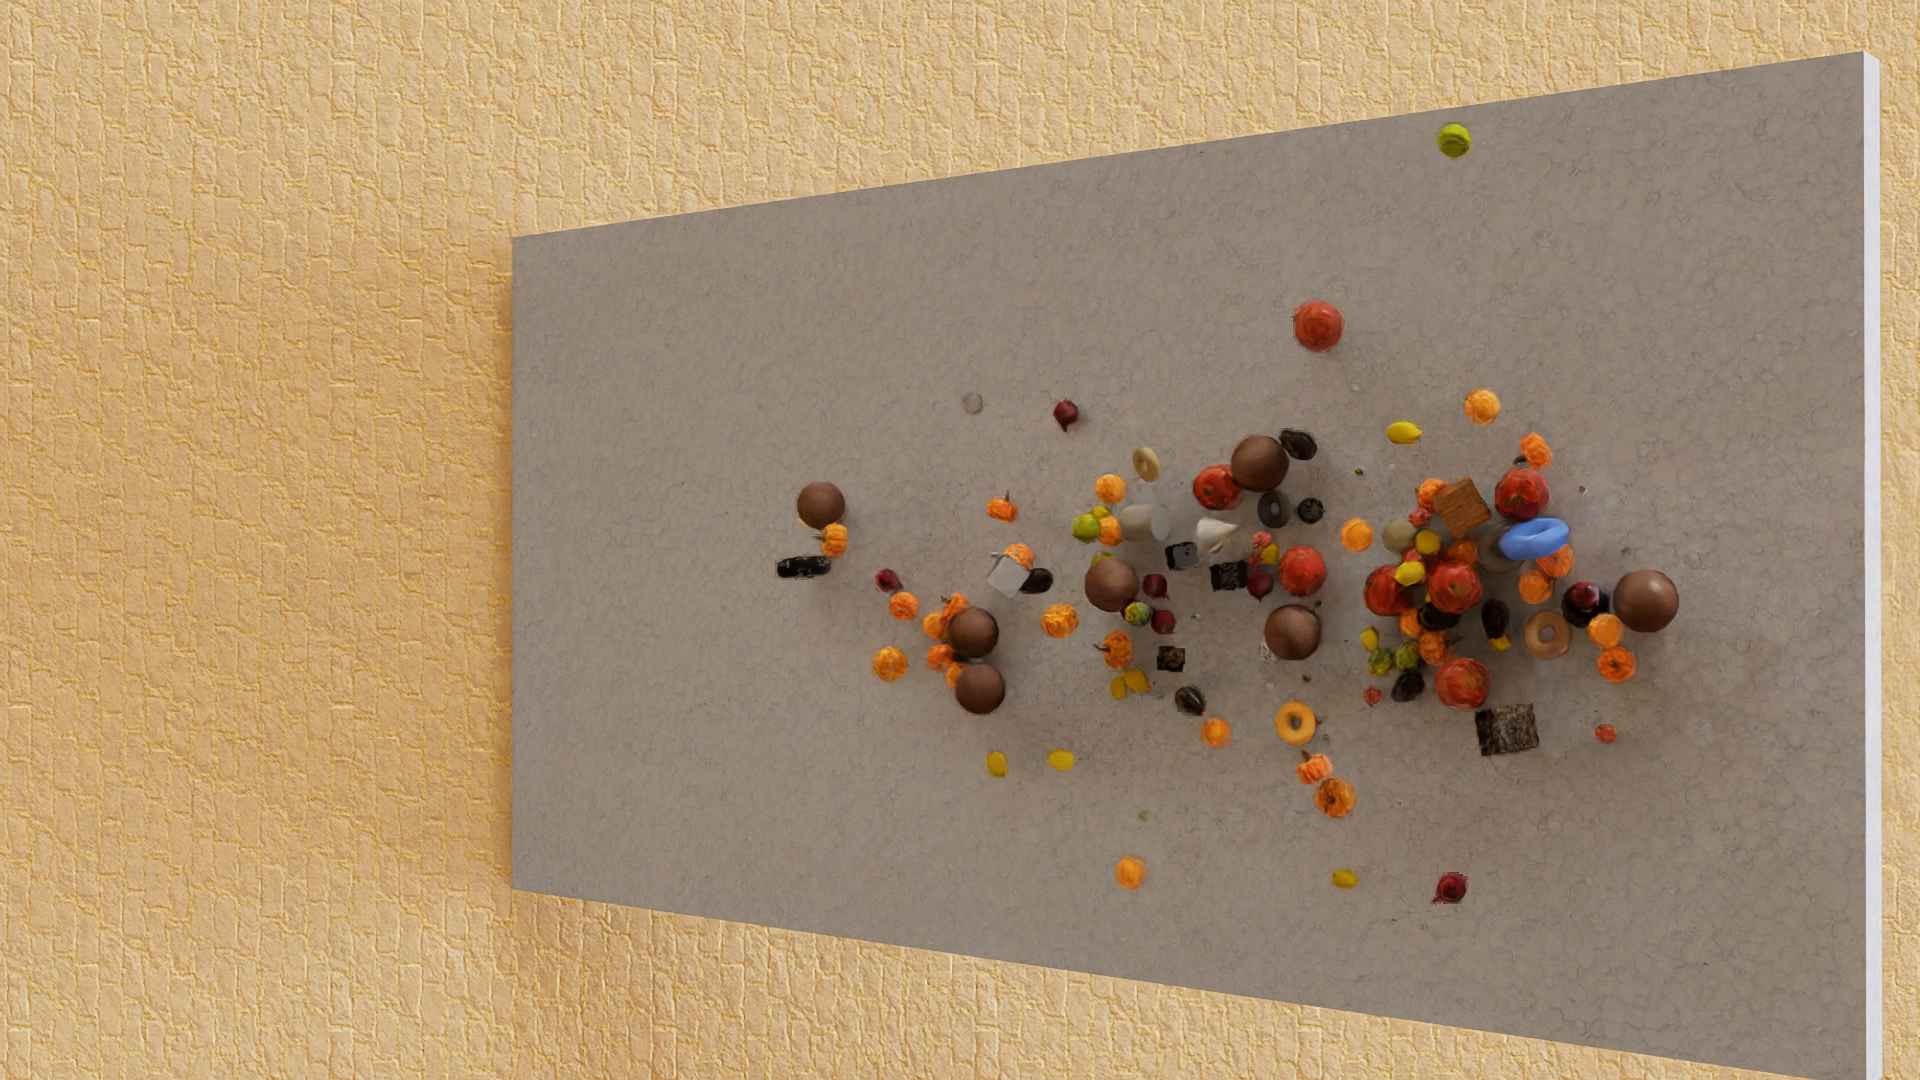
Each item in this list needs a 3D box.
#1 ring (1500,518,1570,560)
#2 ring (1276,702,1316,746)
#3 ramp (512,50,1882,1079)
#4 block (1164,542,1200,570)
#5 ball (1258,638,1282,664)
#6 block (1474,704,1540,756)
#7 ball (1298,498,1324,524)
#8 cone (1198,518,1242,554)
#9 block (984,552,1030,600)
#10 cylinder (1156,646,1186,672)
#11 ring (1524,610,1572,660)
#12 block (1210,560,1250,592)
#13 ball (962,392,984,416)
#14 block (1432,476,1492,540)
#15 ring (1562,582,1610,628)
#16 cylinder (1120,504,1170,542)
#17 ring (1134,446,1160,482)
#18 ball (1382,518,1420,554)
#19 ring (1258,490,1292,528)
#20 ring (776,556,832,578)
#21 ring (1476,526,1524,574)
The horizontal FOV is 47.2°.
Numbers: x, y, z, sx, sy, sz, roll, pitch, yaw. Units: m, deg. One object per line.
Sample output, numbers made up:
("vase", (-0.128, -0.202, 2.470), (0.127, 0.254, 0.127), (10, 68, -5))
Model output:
("ring", (1.192, -0.002, 4.560), (0.145, 0.145, 0.048), (-21, 105, 0))
("ring", (0.765, 0.417, 5.008), (0.101, 0.034, 0.101), (-1, 88, 38))
("ramp", (0.218, 0.063, 5.534), (4.000, 0.100, 2.000), (0, 90, 39))
("block", (0.524, 0.038, 5.190), (0.053, 0.053, 0.053), (-17, 79, 37))
("ball", (0.710, 0.254, 5.037), (0.057, 0.057, 0.057), (0, 90, 0))
("block", (1.152, 0.400, 4.633), (0.092, 0.092, 0.092), (-6, 80, -10))
("ball", (0.793, -0.067, 4.971), (0.060, 0.060, 0.060), (0, 90, 0))
("cone", (0.604, -0.020, 5.009), (0.090, 0.090, 0.090), (-18, 90, 39))
("block", (0.114, 0.086, 5.306), (0.077, 0.077, 0.077), (36, 94, -5))
("cylinder", (0.494, 0.278, 5.144), (0.057, 0.057, 0.057), (9, 90, 0))
("ring", (1.233, 0.200, 4.617), (0.106, 0.035, 0.106), (-10, 71, 33))
("block", (0.624, 0.083, 5.094), (0.060, 0.060, 0.060), (-10, 92, -44))
("ball", (0.034, -0.345, 5.583), (0.056, 0.056, 0.056), (0, 90, 0))
("block", (1.061, -0.069, 4.653), (0.090, 0.090, 0.090), (-31, 93, 15))
("ring", (1.300, 0.136, 4.570), (0.098, 0.033, 0.098), (-3, 84, 24))
("cylinder", (0.441, -0.041, 5.235), (0.087, 0.087, 0.087), (-3, 90, 39))
("ring", (0.437, -0.178, 5.157), (0.029, 0.088, 0.088), (-21, 90, -24))
("ball", (0.965, -0.010, 4.819), (0.081, 0.081, 0.081), (0, 90, 0))
("ring", (0.723, -0.071, 5.047), (0.089, 0.030, 0.089), (0, 90, 40))
("ring", (-0.417, 0.073, 5.864), (0.147, 0.147, 0.049), (-5, 84, 0))
("ring", (1.150, 0.020, 4.672), (0.108, 0.036, 0.108), (0, 74, 2))
